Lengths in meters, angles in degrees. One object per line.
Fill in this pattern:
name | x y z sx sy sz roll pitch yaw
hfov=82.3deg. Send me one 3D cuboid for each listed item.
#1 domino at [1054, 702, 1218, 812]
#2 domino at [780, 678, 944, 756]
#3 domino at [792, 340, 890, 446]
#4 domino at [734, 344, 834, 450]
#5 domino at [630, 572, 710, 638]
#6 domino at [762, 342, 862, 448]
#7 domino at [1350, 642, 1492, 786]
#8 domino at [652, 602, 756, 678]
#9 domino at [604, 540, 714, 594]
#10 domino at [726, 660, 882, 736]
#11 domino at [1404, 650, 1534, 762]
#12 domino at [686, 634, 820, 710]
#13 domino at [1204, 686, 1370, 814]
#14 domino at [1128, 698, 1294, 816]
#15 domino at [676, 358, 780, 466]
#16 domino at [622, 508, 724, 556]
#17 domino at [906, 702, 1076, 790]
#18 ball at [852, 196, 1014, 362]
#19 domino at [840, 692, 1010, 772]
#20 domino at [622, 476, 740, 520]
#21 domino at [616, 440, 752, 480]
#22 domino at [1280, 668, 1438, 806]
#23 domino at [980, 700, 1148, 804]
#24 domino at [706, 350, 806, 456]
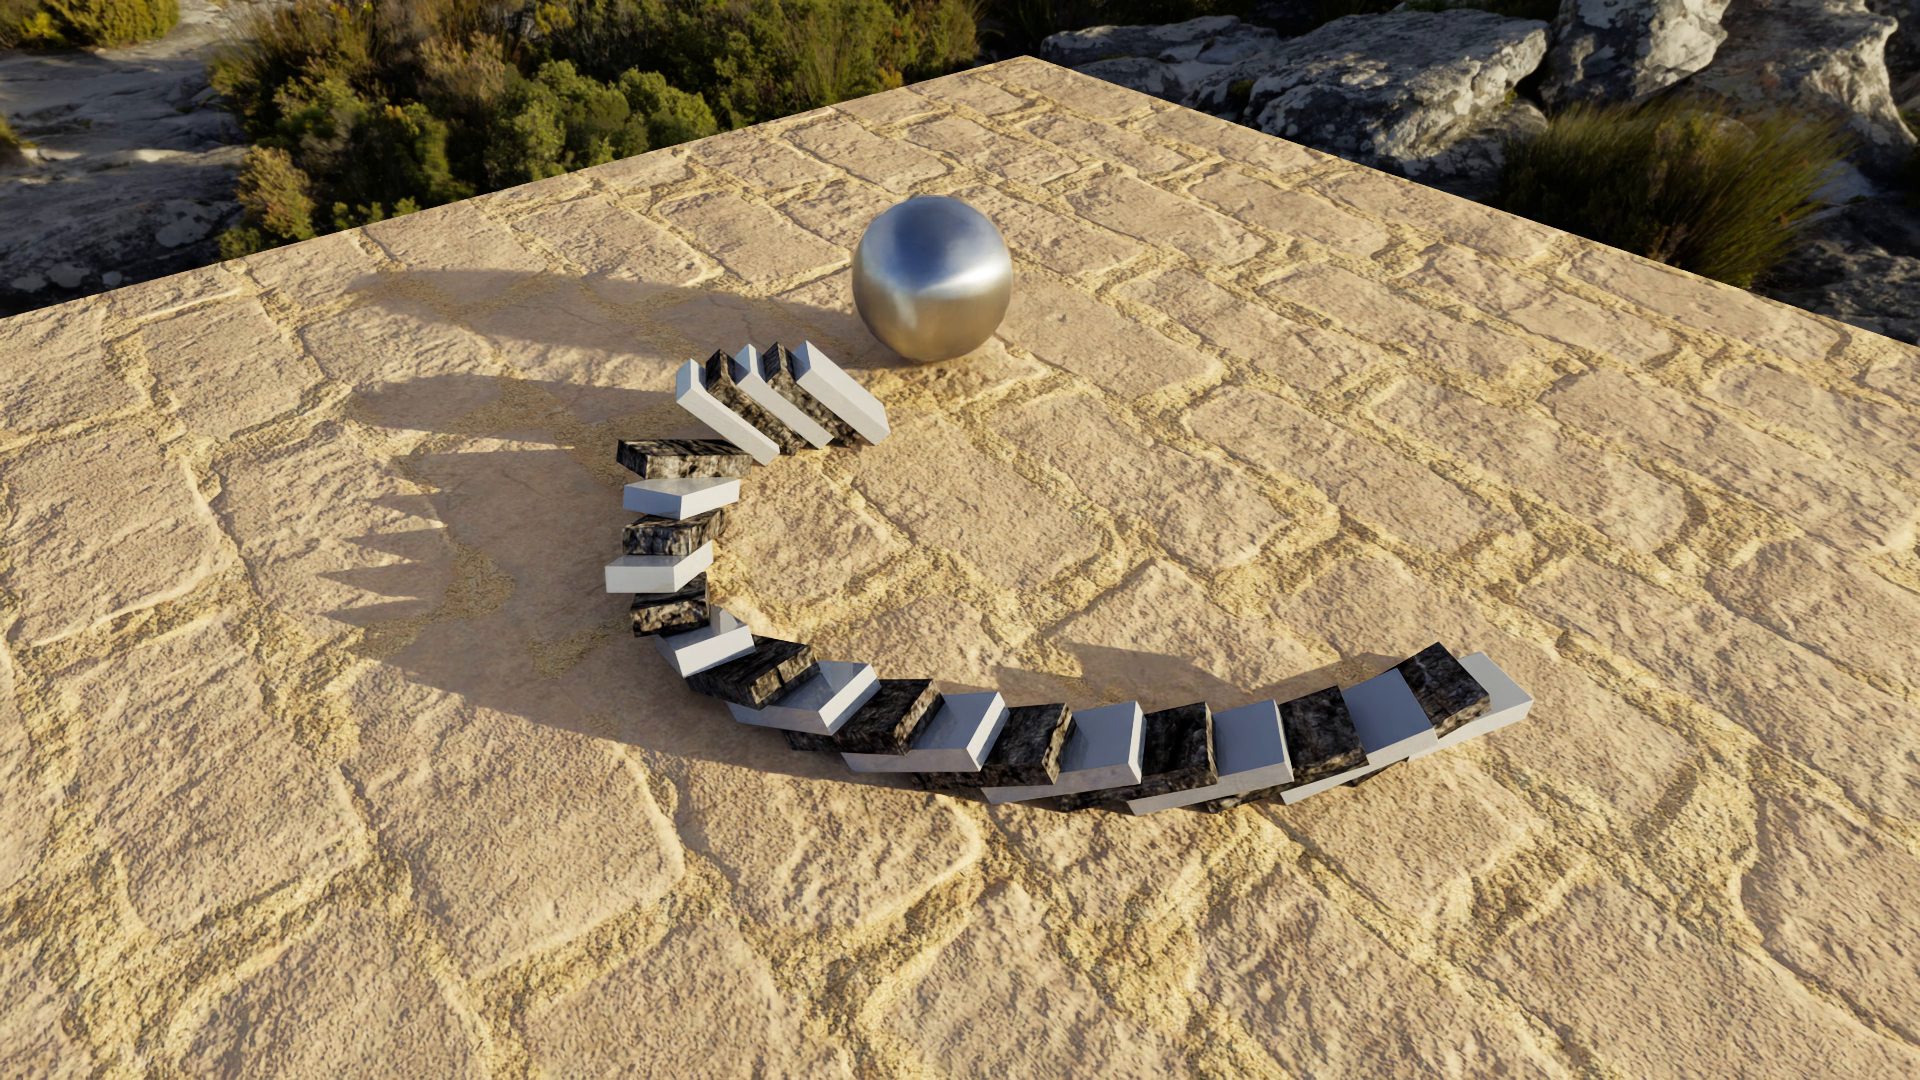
domino | 0.054 0.068 0.344 0.050 0.009 0.025 -17 34 22
domino | -0.032 0.057 0.357 0.050 0.009 0.025 -6 30 38
domino | -0.054 -0.066 0.497 0.010 0.050 0.025 -39 37 18
domino | -0.079 -0.064 0.495 0.009 0.050 0.025 -39 37 18
domino | -0.104 0.023 0.398 0.025 0.010 0.050 -9 11 -11
domino | -0.066 -0.065 0.496 0.009 0.050 0.025 -39 37 18
domino | 0.143 0.057 0.359 0.050 0.009 0.025 -30 43 2
domino | -0.090 0.034 0.383 0.025 0.009 0.050 -19 13 -22
domino | -0.112 0.009 0.414 0.025 0.009 0.050 0 11 3
domino | -0.052 0.051 0.364 0.050 0.009 0.025 -2 29 44
domino | 0.166 0.056 0.375 0.050 0.009 0.025 -14 41 -17
domino | -0.072 0.044 0.373 0.025 0.010 0.050 -33 21 -33
domino | 0.099 0.066 0.346 0.050 0.010 0.025 -22 37 15
domino | 0.076 0.068 0.344 0.050 0.010 0.025 -18 35 20
domino | -0.102 -0.056 0.485 0.010 0.050 0.025 -39 37 18
domino | -0.111 -0.004 0.431 0.025 0.009 0.050 2 11 3
domino | 0.009 0.065 0.347 0.050 0.010 0.025 -10 31 32
ball | -0.014 -0.128 0.544 0.080 0.080 0.080 0 39 0
domino | -0.011 0.062 0.351 0.050 0.010 0.025 -9 31 34
domino | -0.113 -0.019 0.449 0.025 0.010 0.050 11 13 13
domino | -0.117 -0.035 0.468 0.050 0.009 0.025 -5 23 -45
domino | 0.122 0.062 0.350 0.050 0.009 0.025 -26 39 11
domino | 0.032 0.067 0.345 0.050 0.009 0.025 -15 33 26
domino | -0.091 -0.061 0.491 0.009 0.050 0.025 -39 37 18
